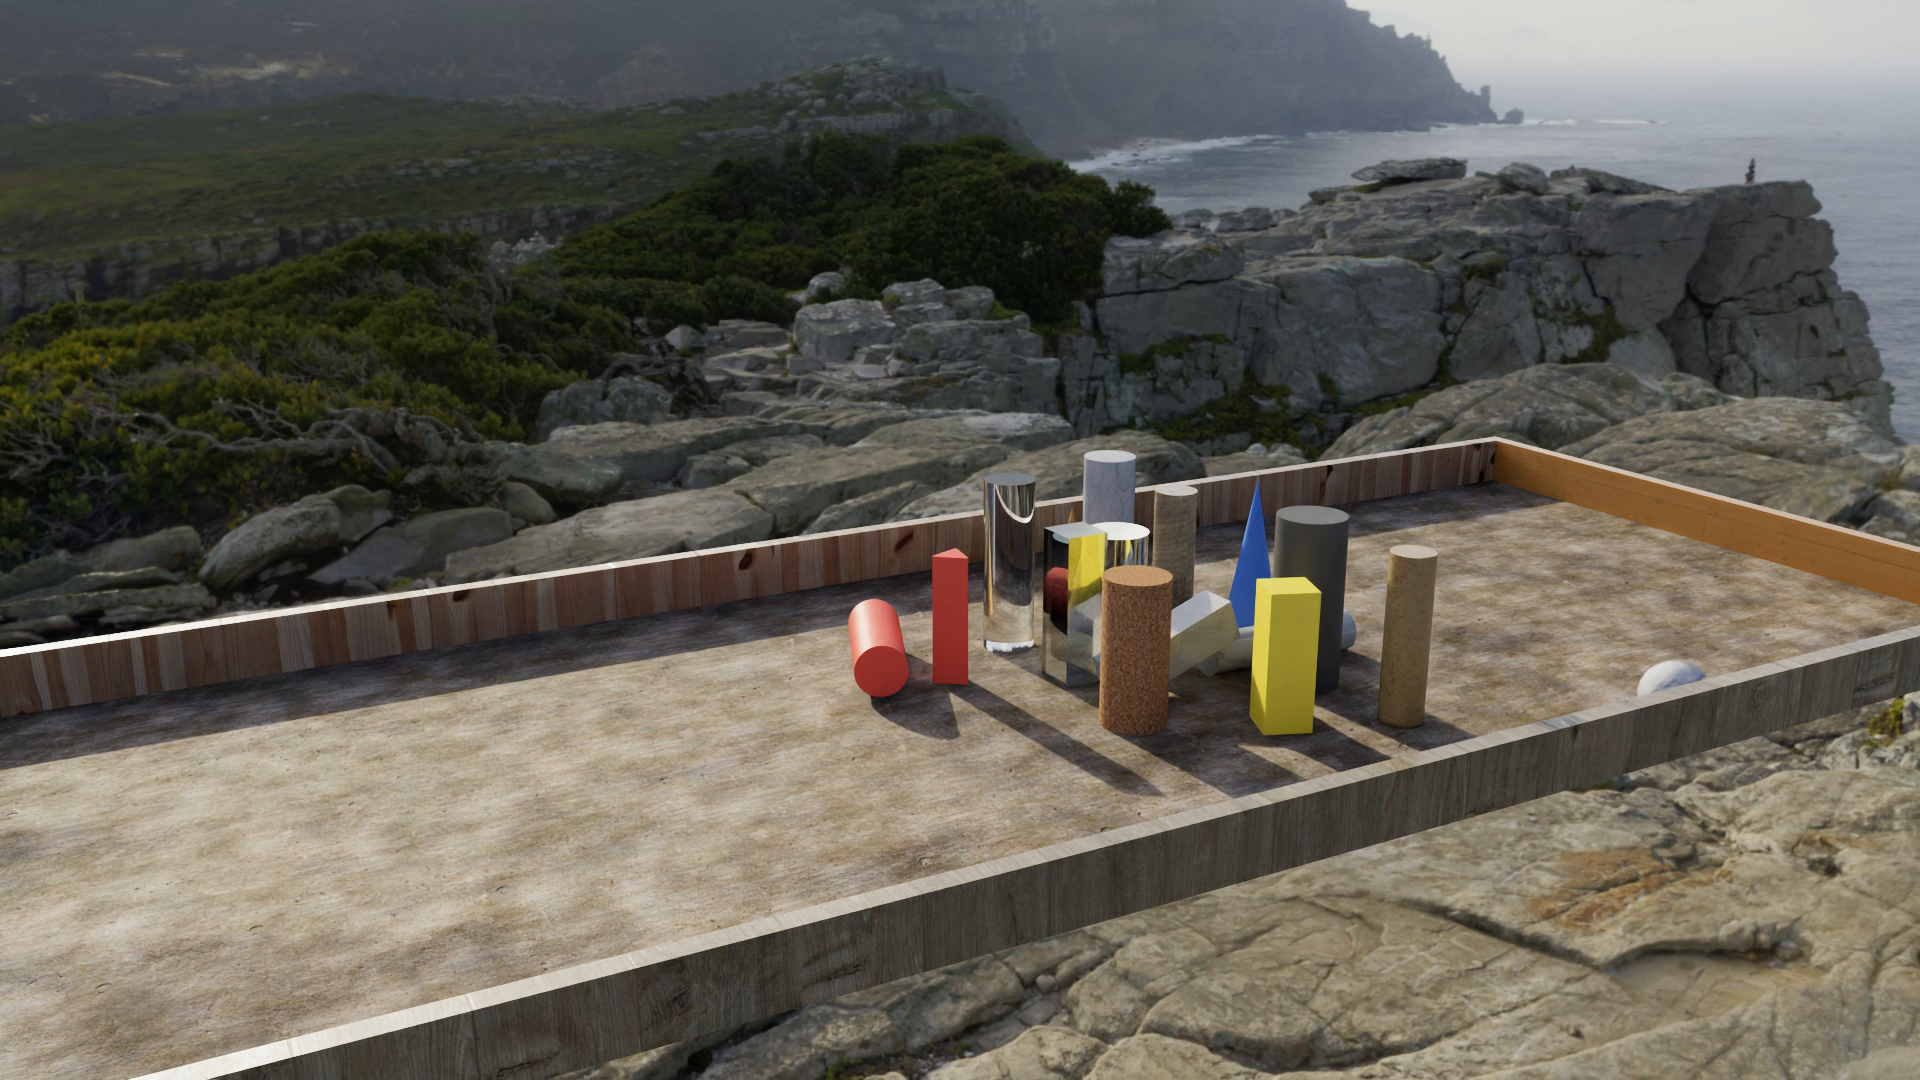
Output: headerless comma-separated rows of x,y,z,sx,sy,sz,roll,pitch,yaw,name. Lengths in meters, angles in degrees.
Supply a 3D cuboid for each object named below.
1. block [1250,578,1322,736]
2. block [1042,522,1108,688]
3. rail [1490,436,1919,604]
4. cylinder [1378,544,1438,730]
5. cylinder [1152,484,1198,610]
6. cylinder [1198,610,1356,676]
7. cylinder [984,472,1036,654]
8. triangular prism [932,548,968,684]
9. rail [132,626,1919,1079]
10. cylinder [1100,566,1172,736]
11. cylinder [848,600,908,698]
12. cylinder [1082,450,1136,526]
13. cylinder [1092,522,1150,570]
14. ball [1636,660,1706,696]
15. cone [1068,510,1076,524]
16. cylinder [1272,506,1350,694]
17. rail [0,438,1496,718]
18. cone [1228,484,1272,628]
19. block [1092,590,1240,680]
0.754,0.269,3.830,0.116,0.343,0.116,-2,16,-7,block
0.285,0.161,4.120,0.114,0.387,0.114,-9,19,-28,block
2.466,-0.048,5.253,0.050,0.150,2.100,-9,18,-27,rail
1.041,0.227,3.842,0.107,0.418,0.107,0,16,0,cylinder
0.592,0.041,4.562,0.117,0.369,0.117,0,16,0,cylinder
0.819,0.264,4.270,0.441,0.106,0.106,-8,18,-26,cylinder
0.129,0.062,4.335,0.135,0.457,0.135,0,16,0,cylinder
-0.018,0.190,4.121,0.088,0.331,0.076,3,17,10,triangular prism
-2.336,1.006,1.665,12.000,0.150,0.050,-9,18,-27,rail
0.408,0.256,3.840,0.161,0.363,0.161,0,16,0,cylinder
-0.210,0.271,4.196,0.134,0.134,0.359,-2,16,-6,cylinder
0.435,-0.054,4.840,0.151,0.394,0.151,0,16,0,cylinder
0.409,0.130,4.345,0.170,0.320,0.170,0,16,0,cylinder
1.661,0.362,3.837,0.161,0.161,0.161,0,16,0,ball
0.310,0.058,4.597,0.128,0.316,0.128,0,16,0,cone
0.862,0.146,4.089,0.176,0.433,0.176,0,16,0,cylinder
-3.305,0.497,3.399,12.000,0.150,0.050,-9,18,-27,rail
0.771,0.062,4.334,0.166,0.457,0.166,0,16,0,cone
0.511,0.264,4.068,0.357,0.105,0.105,-29,27,-20,block
